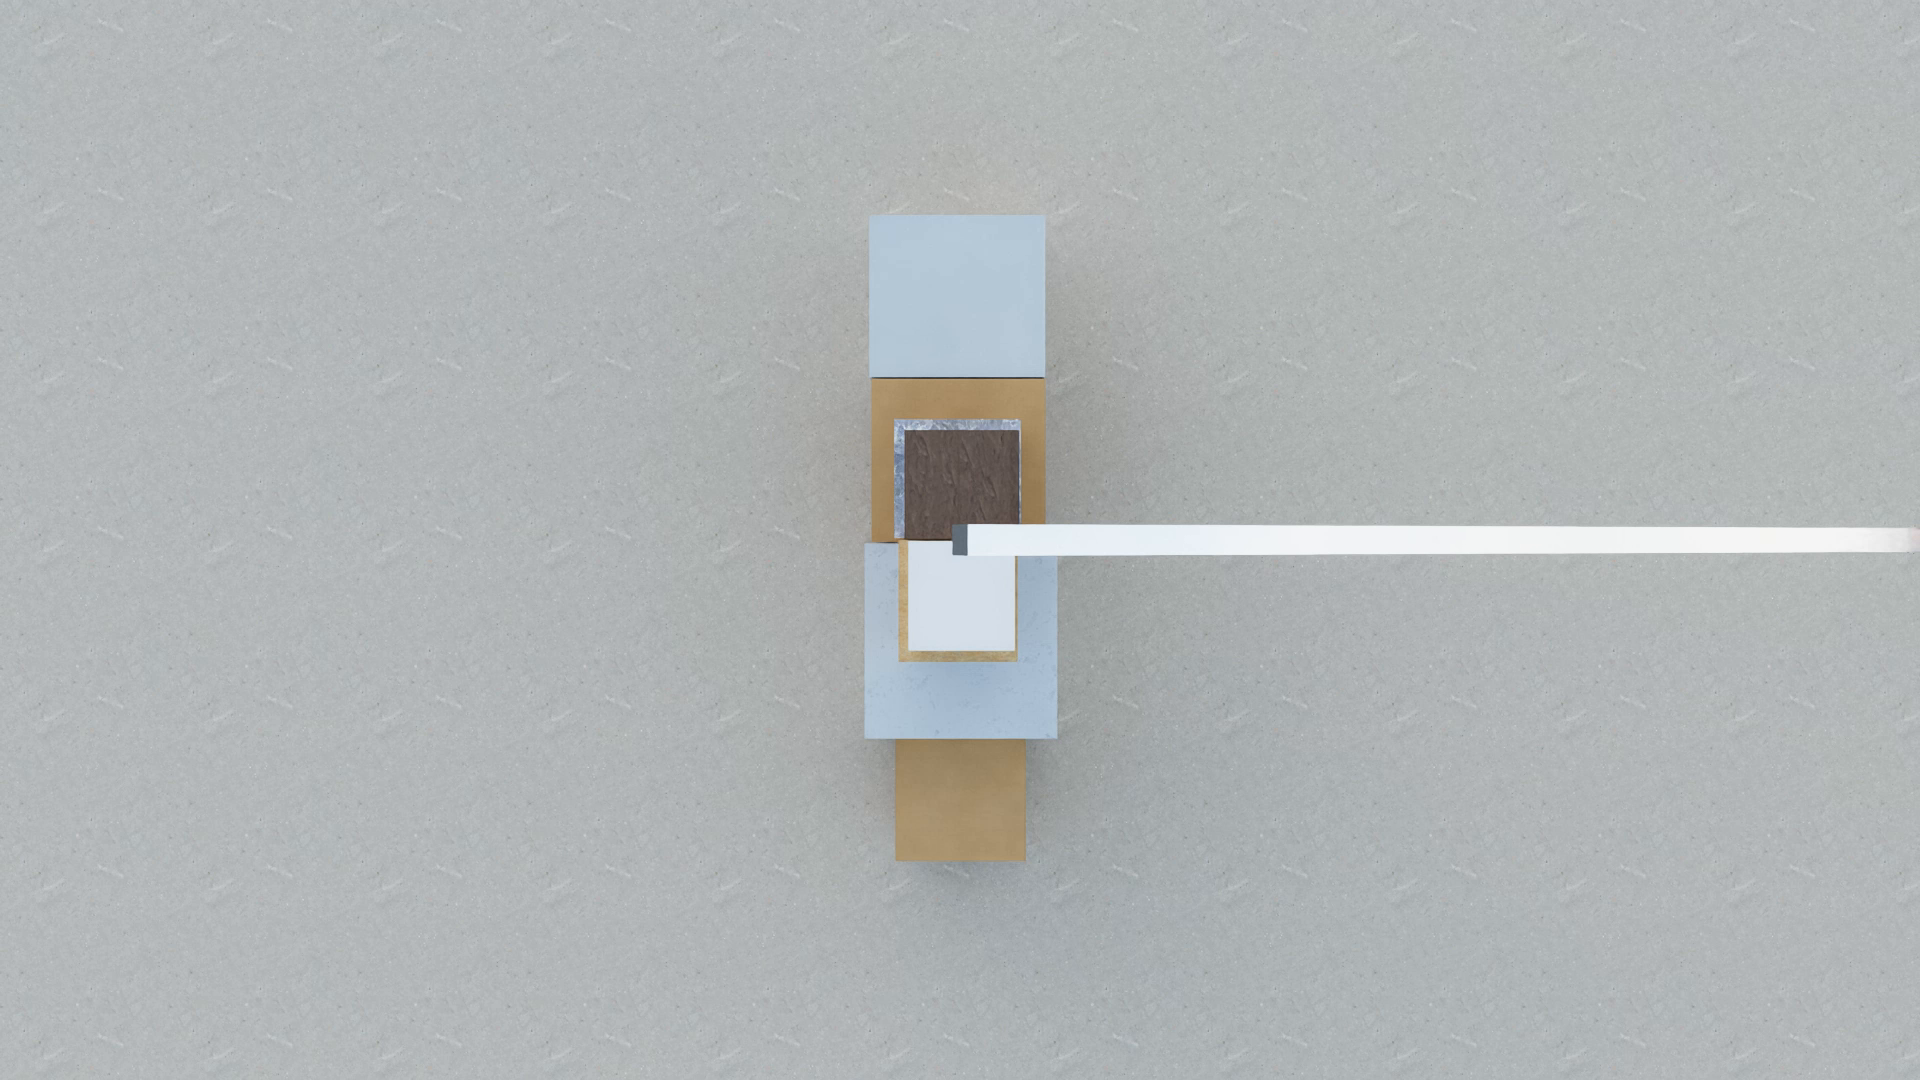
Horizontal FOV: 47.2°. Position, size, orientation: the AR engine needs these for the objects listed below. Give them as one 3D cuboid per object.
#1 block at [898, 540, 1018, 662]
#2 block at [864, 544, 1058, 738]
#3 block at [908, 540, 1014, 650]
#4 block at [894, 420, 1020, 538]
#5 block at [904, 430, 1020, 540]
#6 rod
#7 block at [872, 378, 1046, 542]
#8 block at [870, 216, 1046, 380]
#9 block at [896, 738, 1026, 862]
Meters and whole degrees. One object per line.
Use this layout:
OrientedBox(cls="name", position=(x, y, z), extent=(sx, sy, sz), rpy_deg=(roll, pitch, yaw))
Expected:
OrientedBox(cls="block", position=(-0.010, 0.312, 11.614), extent=(0.611, 0.683, 0.626), rpy_deg=(0, 90, 0))
OrientedBox(cls="block", position=(0.005, 0.549, 12.478), extent=(1.048, 1.045, 1.060), rpy_deg=(0, 90, 0))
OrientedBox(cls="block", position=(0.008, 0.273, 11.010), extent=(0.520, 0.524, 0.536), rpy_deg=(0, 90, 0))
OrientedBox(cls="block", position=(-0.013, -0.318, 11.682), extent=(0.657, 0.574, 0.615), rpy_deg=(0, 90, 0))
OrientedBox(cls="block", position=(0.009, -0.273, 11.104), extent=(0.564, 0.582, 0.536), rpy_deg=(0, 90, 0))
OrientedBox(cls="rod", position=(2.234, 0.000, 6.979), extent=(5.200, 0.080, 0.080), rpy_deg=(0, 90, -31))
OrientedBox(cls="block", position=(-0.009, -0.434, 12.484), extent=(0.947, 1.031, 0.887), rpy_deg=(0, 90, 0))
OrientedBox(cls="block", position=(-0.015, -1.330, 12.497), extent=(0.960, 1.005, 0.884), rpy_deg=(0, 90, 0))
OrientedBox(cls="block", position=(0.003, 1.431, 12.569), extent=(0.719, 0.861, 0.683), rpy_deg=(0, 90, 0))
